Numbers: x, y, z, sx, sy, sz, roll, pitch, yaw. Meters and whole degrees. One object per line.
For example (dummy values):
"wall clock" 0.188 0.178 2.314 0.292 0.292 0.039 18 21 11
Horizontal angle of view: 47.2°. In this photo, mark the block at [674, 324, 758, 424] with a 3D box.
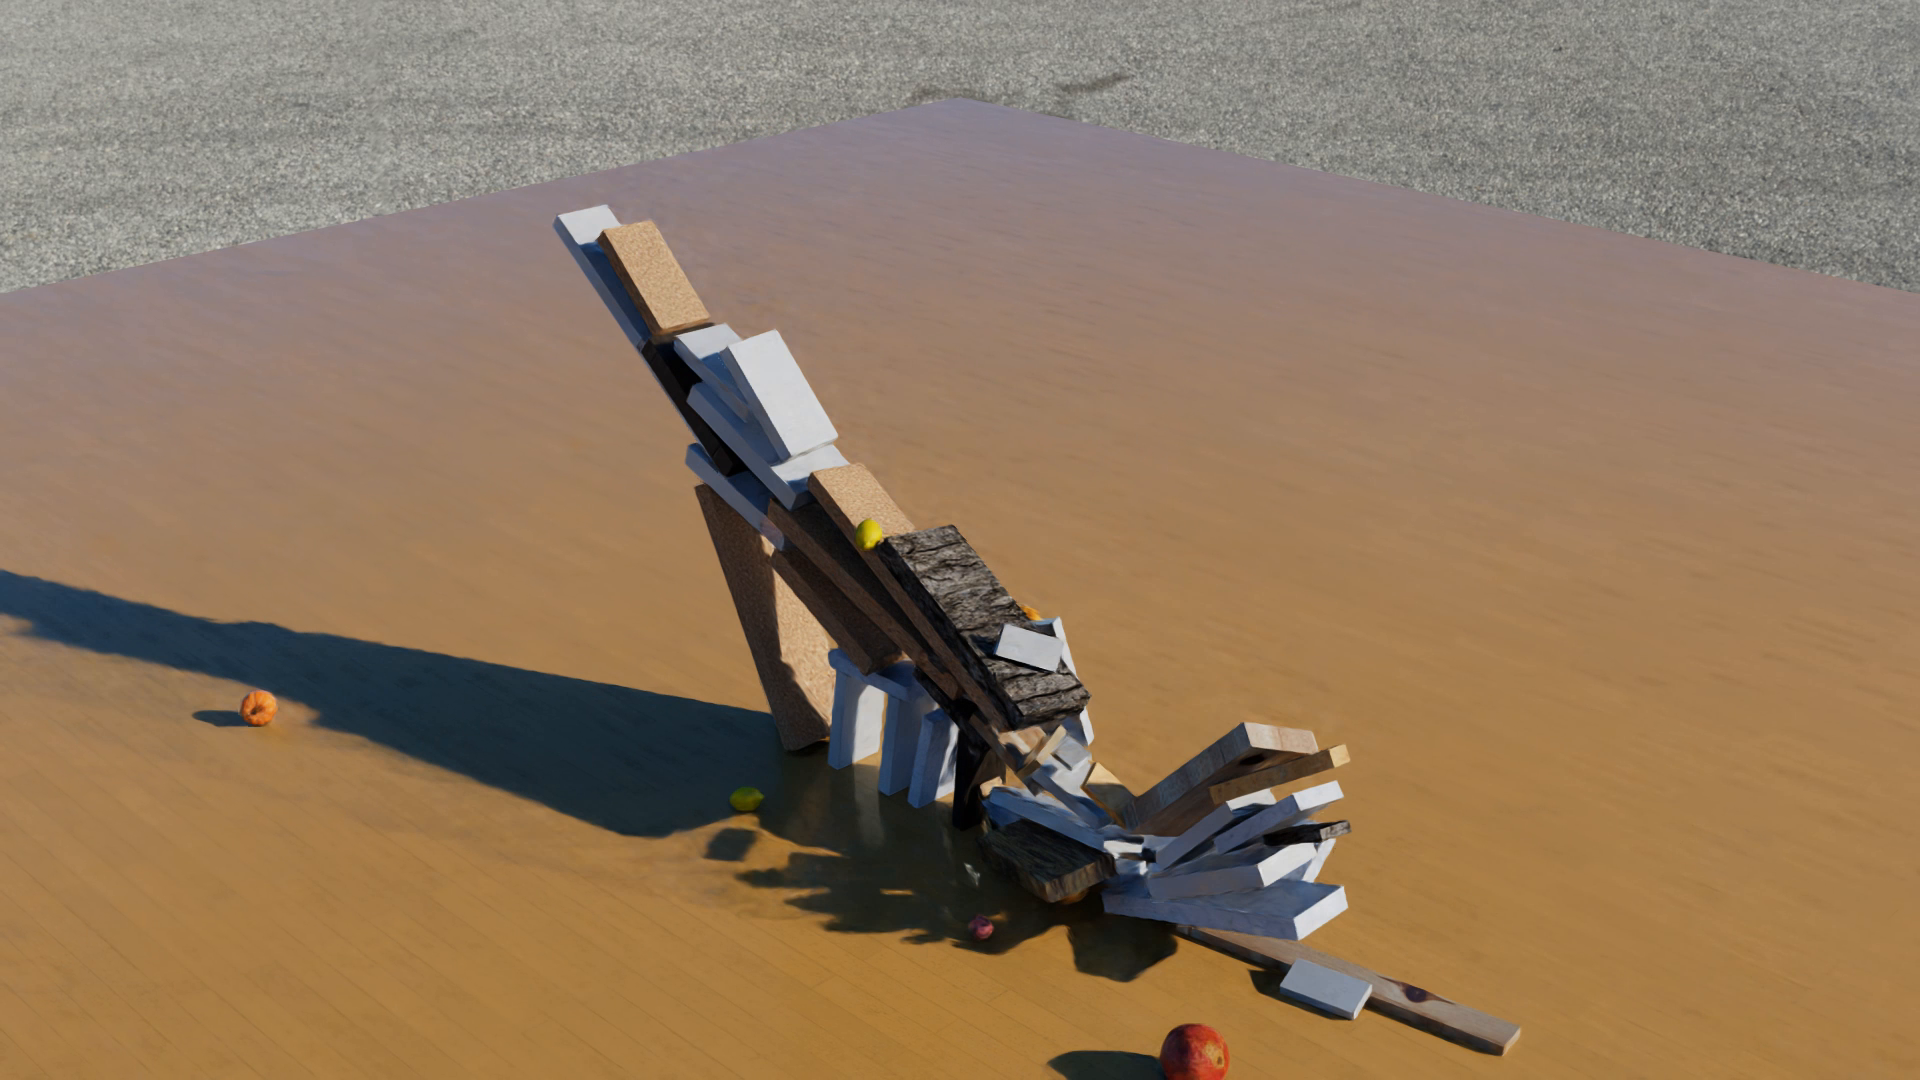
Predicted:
"block" -0.467 -0.349 4.575 0.130 0.037 0.260 -20 53 -39

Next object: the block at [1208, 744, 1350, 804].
"block" 0.554 0.406 3.814 0.224 0.032 0.112 -21 -8 22

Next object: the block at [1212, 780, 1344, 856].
"block" 0.552 0.484 3.822 0.112 0.032 0.224 -10 -20 -39

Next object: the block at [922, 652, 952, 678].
"block" -0.021 0.230 4.210 0.050 0.014 0.099 43 40 22

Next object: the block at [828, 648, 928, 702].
"block" -0.147 0.261 4.498 0.234 0.033 0.117 21 31 41

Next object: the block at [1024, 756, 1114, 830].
"block" 0.224 0.462 4.161 0.102 0.029 0.203 -20 45 -40

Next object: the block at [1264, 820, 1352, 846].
"block" 0.598 0.507 3.792 0.072 0.020 0.143 -10 -4 -36

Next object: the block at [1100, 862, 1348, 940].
"block" 0.473 0.653 3.994 0.145 0.041 0.458 -22 14 -41

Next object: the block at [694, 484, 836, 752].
"block" -0.395 0.143 4.716 0.165 0.597 0.047 -21 4 -40

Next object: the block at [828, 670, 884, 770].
"block" -0.214 0.359 4.613 0.117 0.234 0.033 -21 40 -41

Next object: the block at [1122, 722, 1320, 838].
"block" 0.469 0.439 3.974 0.172 0.344 0.049 10 52 -36

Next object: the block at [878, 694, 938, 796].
"block" -0.104 0.402 4.511 0.117 0.234 0.033 -21 40 -41

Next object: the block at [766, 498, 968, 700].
"block" -0.138 0.087 4.407 0.170 0.048 0.590 -23 54 -39

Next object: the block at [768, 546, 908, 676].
"block" -0.227 0.122 4.522 0.165 0.047 0.330 -22 61 -41

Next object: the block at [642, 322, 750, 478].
"block" -0.510 -0.299 4.645 0.170 0.048 0.340 -21 69 -41

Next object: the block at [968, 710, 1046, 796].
"block" 0.121 0.397 4.259 0.102 0.029 0.203 -22 58 -39

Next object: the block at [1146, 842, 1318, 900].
"block" 0.484 0.587 3.939 0.145 0.041 0.291 -22 1 -39

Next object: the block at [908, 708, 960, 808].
"block" -0.042 0.433 4.459 0.109 0.219 0.031 -21 44 -41

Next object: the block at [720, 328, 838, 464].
"block" -0.368 -0.295 4.492 0.131 0.261 0.037 -25 -8 -40

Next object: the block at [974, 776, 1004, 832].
"block" 0.069 0.530 4.374 0.055 0.110 0.016 -19 6 -37

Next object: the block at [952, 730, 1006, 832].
"block" 0.041 0.465 4.383 0.109 0.219 0.031 -19 35 -37

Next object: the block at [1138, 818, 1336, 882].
"block" 0.526 0.581 4.226 0.344 0.049 0.172 16 58 33

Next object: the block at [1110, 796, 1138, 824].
"block" 0.293 0.549 4.441 0.073 0.021 0.147 16 28 33

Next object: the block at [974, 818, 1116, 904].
"block" 0.158 0.596 4.148 0.145 0.041 0.291 -20 17 -22

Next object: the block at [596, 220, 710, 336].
"block" -0.655 -0.559 4.698 0.130 0.037 0.260 -21 74 -41

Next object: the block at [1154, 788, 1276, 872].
"block" 0.452 0.516 3.911 0.112 0.224 0.032 -11 66 -41

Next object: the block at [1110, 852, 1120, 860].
"block" 0.229 0.609 4.241 0.147 0.021 0.073 -3 15 44

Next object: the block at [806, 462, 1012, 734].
"block" -0.063 0.102 4.295 0.130 0.037 0.699 -12 51 -39

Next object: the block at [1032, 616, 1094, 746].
"block" 0.169 0.291 4.383 0.130 0.261 0.037 -11 13 28

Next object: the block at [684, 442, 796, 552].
"block" -0.412 -0.111 4.626 0.165 0.047 0.330 -21 50 -40

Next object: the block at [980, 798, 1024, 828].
"block" 0.095 0.548 4.326 0.055 0.016 0.110 -28 67 -29

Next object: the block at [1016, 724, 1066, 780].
"block" 0.151 0.394 4.080 0.017 0.061 0.122 47 38 -4

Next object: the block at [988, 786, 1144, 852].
"block" 0.200 0.532 4.200 0.102 0.029 0.328 7 6 -41

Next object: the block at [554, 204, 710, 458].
"block" -0.654 -0.457 4.738 0.130 0.037 0.648 -21 69 -41

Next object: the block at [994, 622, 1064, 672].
"block" 0.130 0.202 4.125 0.121 0.061 0.017 17 1 -13

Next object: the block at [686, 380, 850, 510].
"block" -0.391 -0.217 4.549 0.170 0.048 0.340 -26 63 -42

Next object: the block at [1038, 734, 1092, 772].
"block" 0.199 0.395 4.153 0.050 0.014 0.099 -32 46 -24

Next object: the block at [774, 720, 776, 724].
"block" -0.392 0.355 4.807 0.046 0.092 0.013 -21 15 -41

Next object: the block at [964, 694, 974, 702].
"block" 0.063 0.310 4.291 0.056 0.016 0.129 -21 33 -38

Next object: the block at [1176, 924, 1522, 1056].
"block" 0.678 0.776 3.906 0.642 0.020 0.072 16 28 33

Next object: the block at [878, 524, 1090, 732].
"block" 0.043 0.162 4.214 0.172 0.049 0.478 -11 50 -39

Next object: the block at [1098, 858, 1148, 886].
"block" 0.277 0.630 4.188 0.073 0.021 0.147 -21 11 -41

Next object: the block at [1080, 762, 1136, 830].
"block" 0.279 0.472 4.055 0.017 0.121 0.061 -30 22 49

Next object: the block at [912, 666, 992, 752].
"block" 0.018 0.314 4.341 0.109 0.031 0.219 -22 59 -39

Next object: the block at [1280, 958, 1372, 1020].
"block" 0.640 0.786 3.853 0.143 0.020 0.072 15 45 32
